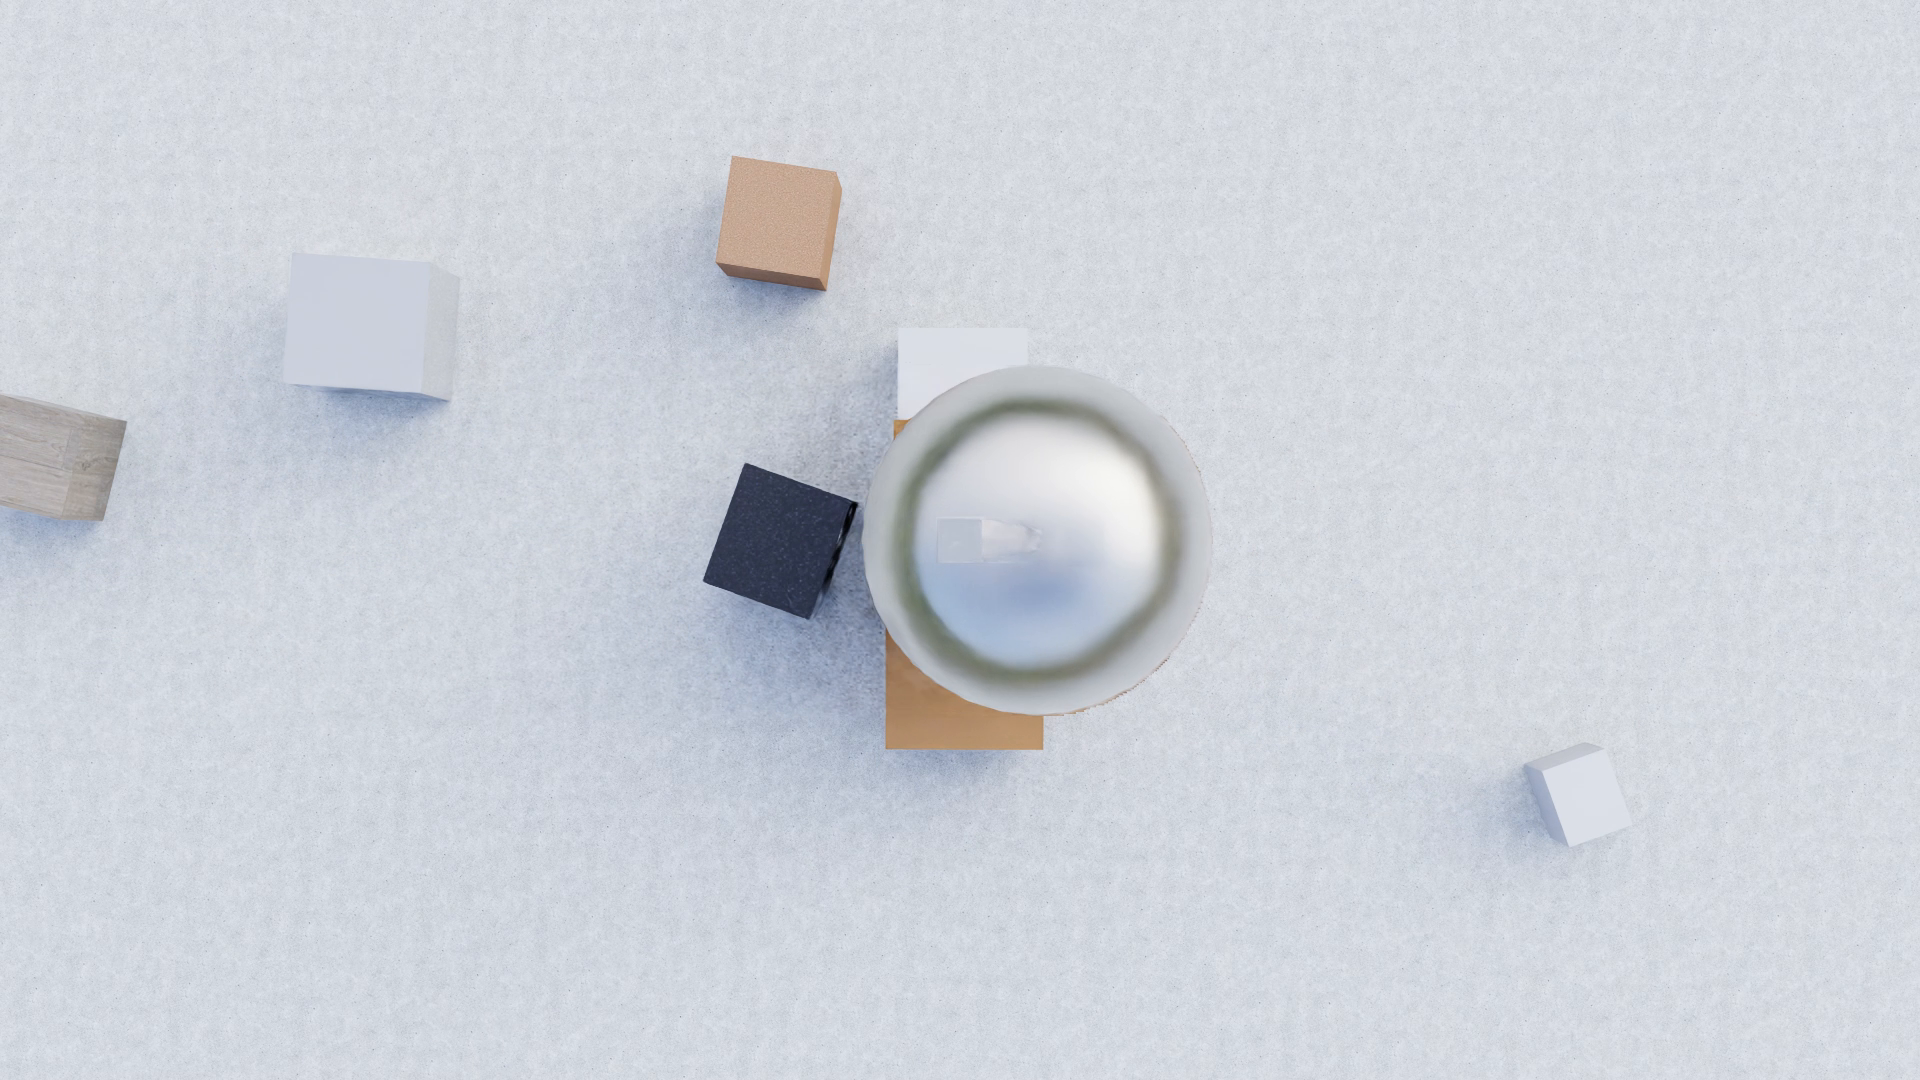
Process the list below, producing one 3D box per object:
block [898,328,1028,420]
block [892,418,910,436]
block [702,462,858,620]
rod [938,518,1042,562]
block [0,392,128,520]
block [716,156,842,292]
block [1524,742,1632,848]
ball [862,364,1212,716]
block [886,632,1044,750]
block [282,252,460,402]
[{"bbox_3d":[0.017,-0.800,12.611,0.719,0.778,0.759,0,90,0],"label":"block"},{"bbox_3d":[-0.006,-0.323,11.907,0.666,0.640,0.690,-3,93,0],"label":"block"},{"bbox_3d":[-1.016,0.006,12.606,0.633,0.788,0.704,20,90,0],"label":"block"},{"bbox_3d":[0.151,0.000,6.652,0.080,5.200,0.080,0,90,3],"label":"rod"},{"bbox_3d":[-5.291,-0.480,12.691,0.614,0.617,0.606,14,90,0],"label":"block"},{"bbox_3d":[-1.036,-1.816,12.680,0.593,0.640,0.607,9,90,0],"label":"block"},{"bbox_3d":[3.592,1.477,12.795,0.385,0.410,0.463,-20,90,0],"label":"block"},{"bbox_3d":[0.349,0.000,10.046,1.600,1.600,1.600,0,90,0],"label":"ball"},{"bbox_3d":[0.026,0.715,12.634,0.882,0.732,0.907,0,90,0],"label":"block"},{"bbox_3d":[-3.366,-1.212,12.634,0.773,0.733,0.731,4,90,0],"label":"block"}]
